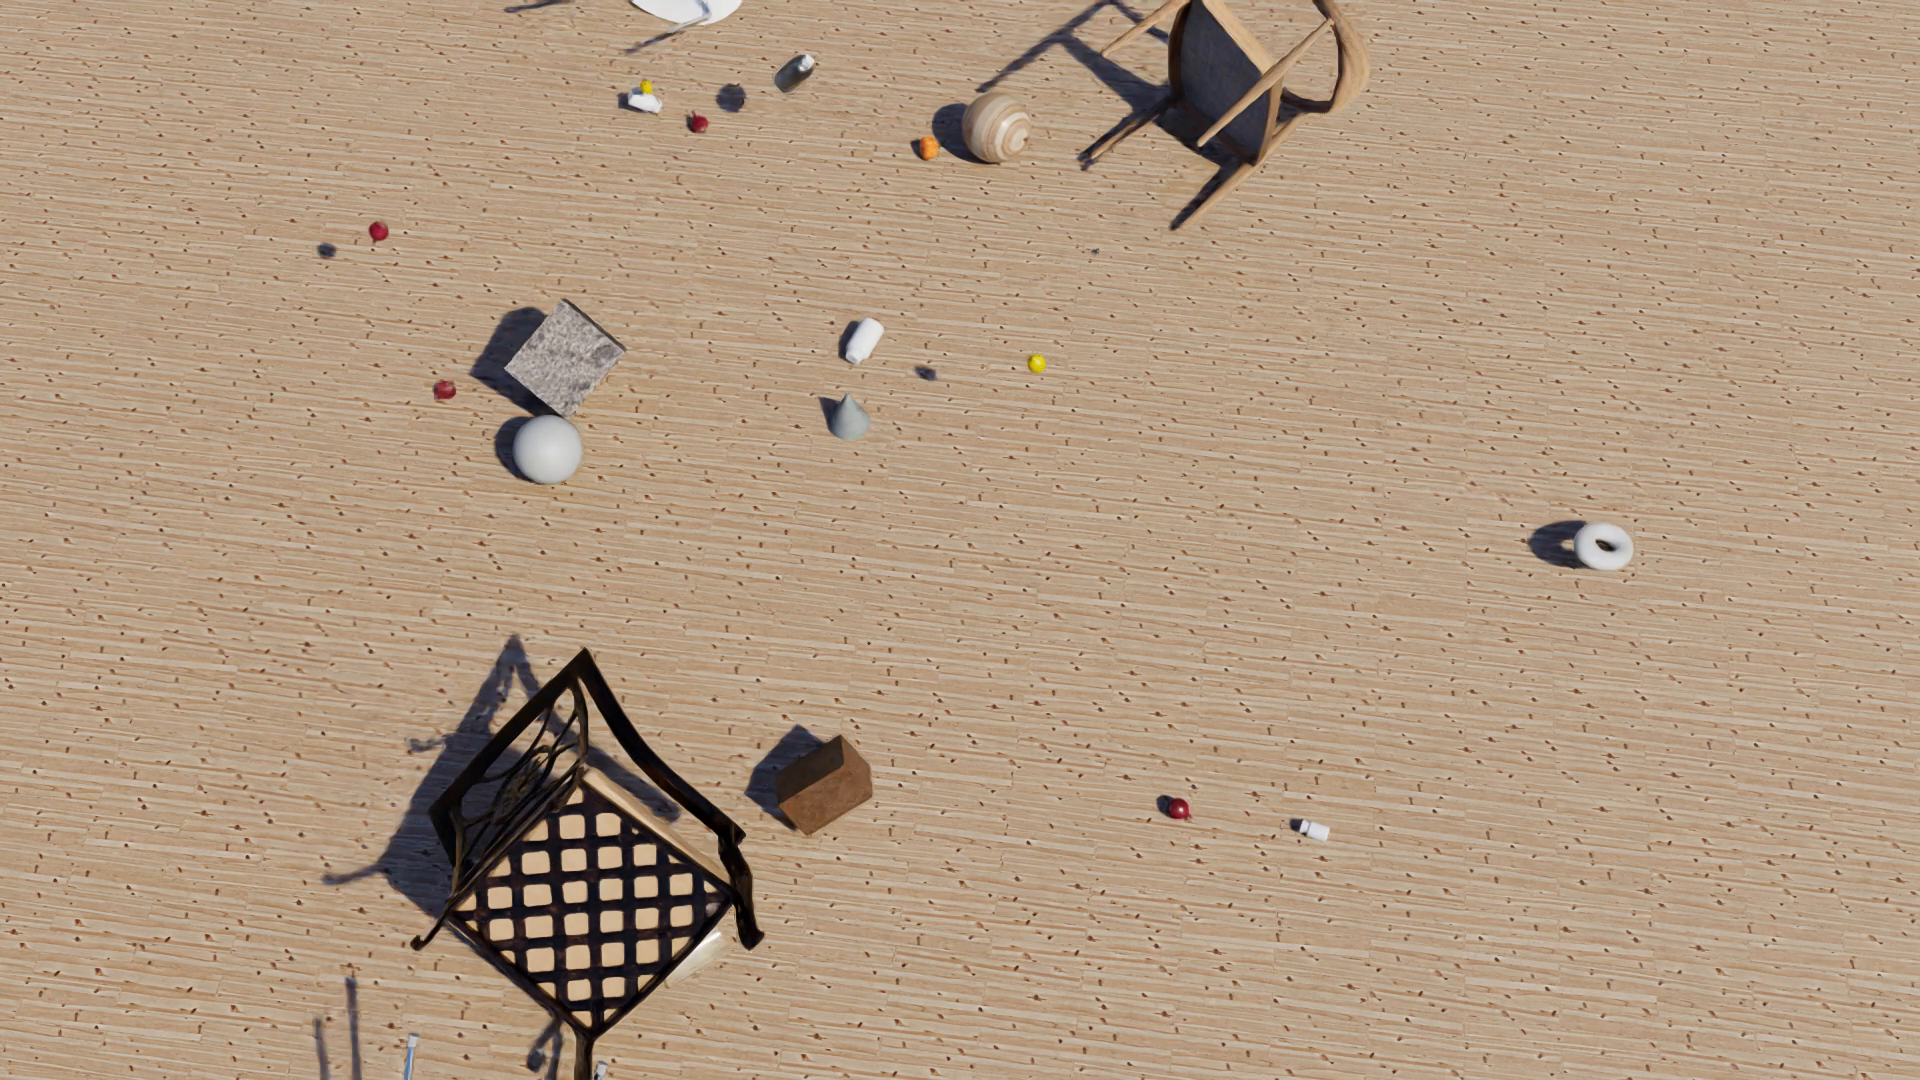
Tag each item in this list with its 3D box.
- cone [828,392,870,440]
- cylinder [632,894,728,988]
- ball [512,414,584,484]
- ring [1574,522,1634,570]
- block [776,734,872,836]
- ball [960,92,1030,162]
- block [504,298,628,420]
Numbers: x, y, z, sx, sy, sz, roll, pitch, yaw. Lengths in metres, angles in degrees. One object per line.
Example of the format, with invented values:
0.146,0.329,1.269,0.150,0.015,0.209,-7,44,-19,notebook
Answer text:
-0.343,-0.406,6.754,0.134,0.154,0.135,4,56,3,cone
-0.736,1.052,5.771,0.180,0.122,0.186,-30,71,-19,cylinder
-1.242,-0.273,6.630,0.210,0.210,0.210,0,56,0,ball
1.895,0.017,6.471,0.283,0.050,0.161,-16,63,-45,ring
-0.369,0.665,5.966,0.218,0.135,0.143,-32,29,12,block
0.120,-1.381,7.359,0.234,0.234,0.234,0,56,0,ball
-1.197,-0.552,6.698,0.241,0.212,0.270,40,91,-9,block
